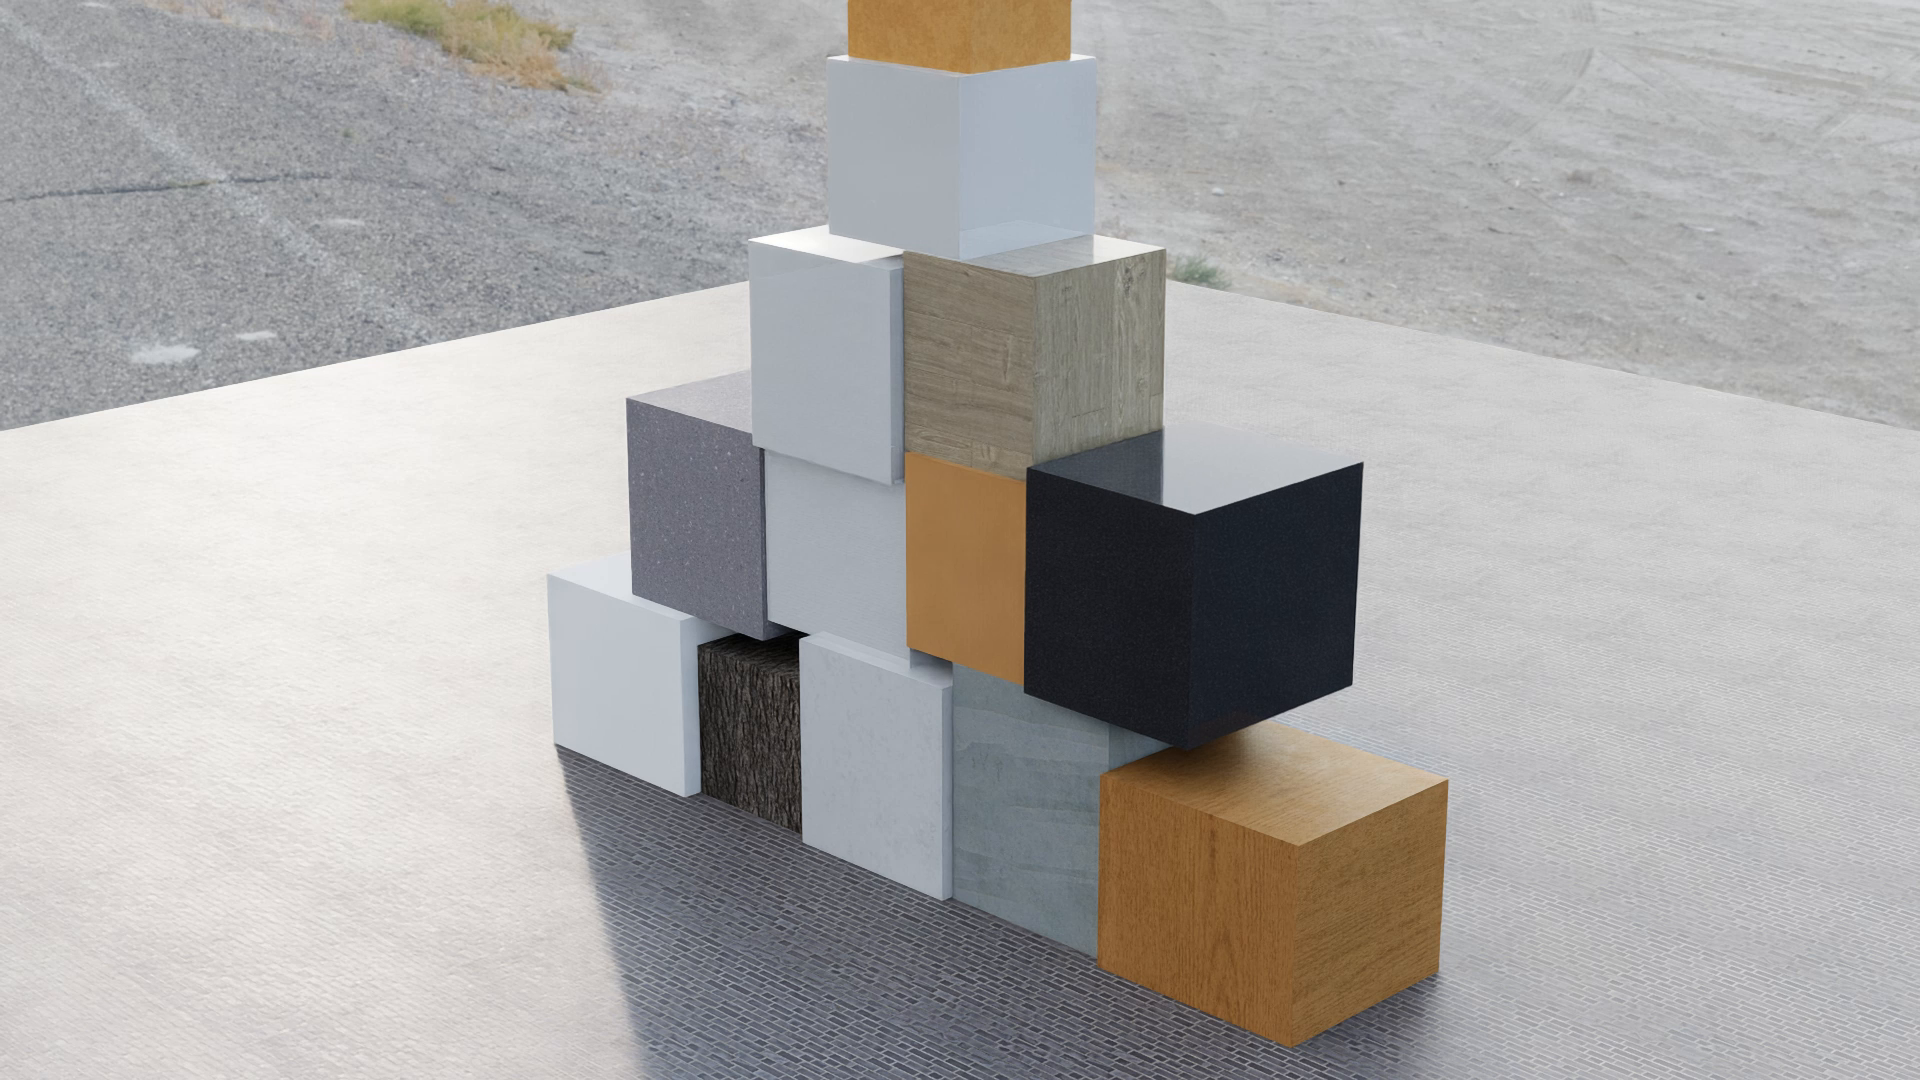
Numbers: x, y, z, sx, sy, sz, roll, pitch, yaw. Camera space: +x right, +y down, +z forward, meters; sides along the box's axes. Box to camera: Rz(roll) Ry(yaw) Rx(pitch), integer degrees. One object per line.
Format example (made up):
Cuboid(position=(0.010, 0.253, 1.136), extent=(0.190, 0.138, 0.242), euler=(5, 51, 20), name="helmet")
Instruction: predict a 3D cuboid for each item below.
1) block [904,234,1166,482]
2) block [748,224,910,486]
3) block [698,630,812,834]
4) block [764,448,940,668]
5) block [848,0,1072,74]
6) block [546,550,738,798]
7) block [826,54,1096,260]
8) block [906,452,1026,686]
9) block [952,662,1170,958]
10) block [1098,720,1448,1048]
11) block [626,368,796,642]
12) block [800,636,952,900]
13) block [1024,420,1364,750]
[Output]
Cuboid(position=(0.323, -0.827, 12.736), extent=(0.830, 0.886, 0.771), euler=(-17, 24, -42), name="block")
Cuboid(position=(-0.265, -0.903, 13.359), extent=(1.023, 0.960, 0.920), euler=(-17, 24, -42), name="block")
Cuboid(position=(-0.671, 0.864, 14.315), extent=(0.898, 0.767, 0.797), euler=(-17, 24, -42), name="block")
Cuboid(position=(-0.253, -0.028, 13.610), extent=(0.881, 0.861, 0.958), euler=(-17, 24, -42), name="block")
Cuboid(position=(-0.005, -2.452, 12.577), extent=(0.617, 0.764, 0.746), euler=(-17, 24, -42), name="block")
Cuboid(position=(-1.342, 0.601, 14.909), extent=(1.054, 0.914, 1.047), euler=(-17, 24, -42), name="block")
Cuboid(position=(0.006, -1.721, 12.815), extent=(0.838, 0.773, 0.817), euler=(-17, 24, -42), name="block")
Cuboid(position=(0.357, 0.032, 12.969), extent=(0.909, 0.894, 0.778), euler=(-17, 24, -42), name="block")
Cuboid(position=(0.624, 1.072, 13.043), extent=(0.928, 1.134, 0.928), euler=(-17, 24, -42), name="block")
Cuboid(position=(1.313, 1.410, 12.385), extent=(0.997, 0.883, 1.059), euler=(-17, 24, -42), name="block")
Cuboid(position=(-0.962, -0.199, 14.258), extent=(0.870, 1.002, 0.974), euler=(-17, 24, -42), name="block")
Cuboid(position=(-0.058, 0.934, 13.680), extent=(0.996, 1.015, 0.935), euler=(-17, 24, -42), name="block")
Cuboid(position=(0.981, 0.161, 12.384), extent=(1.082, 1.001, 0.918), euler=(-17, 24, -42), name="block")
